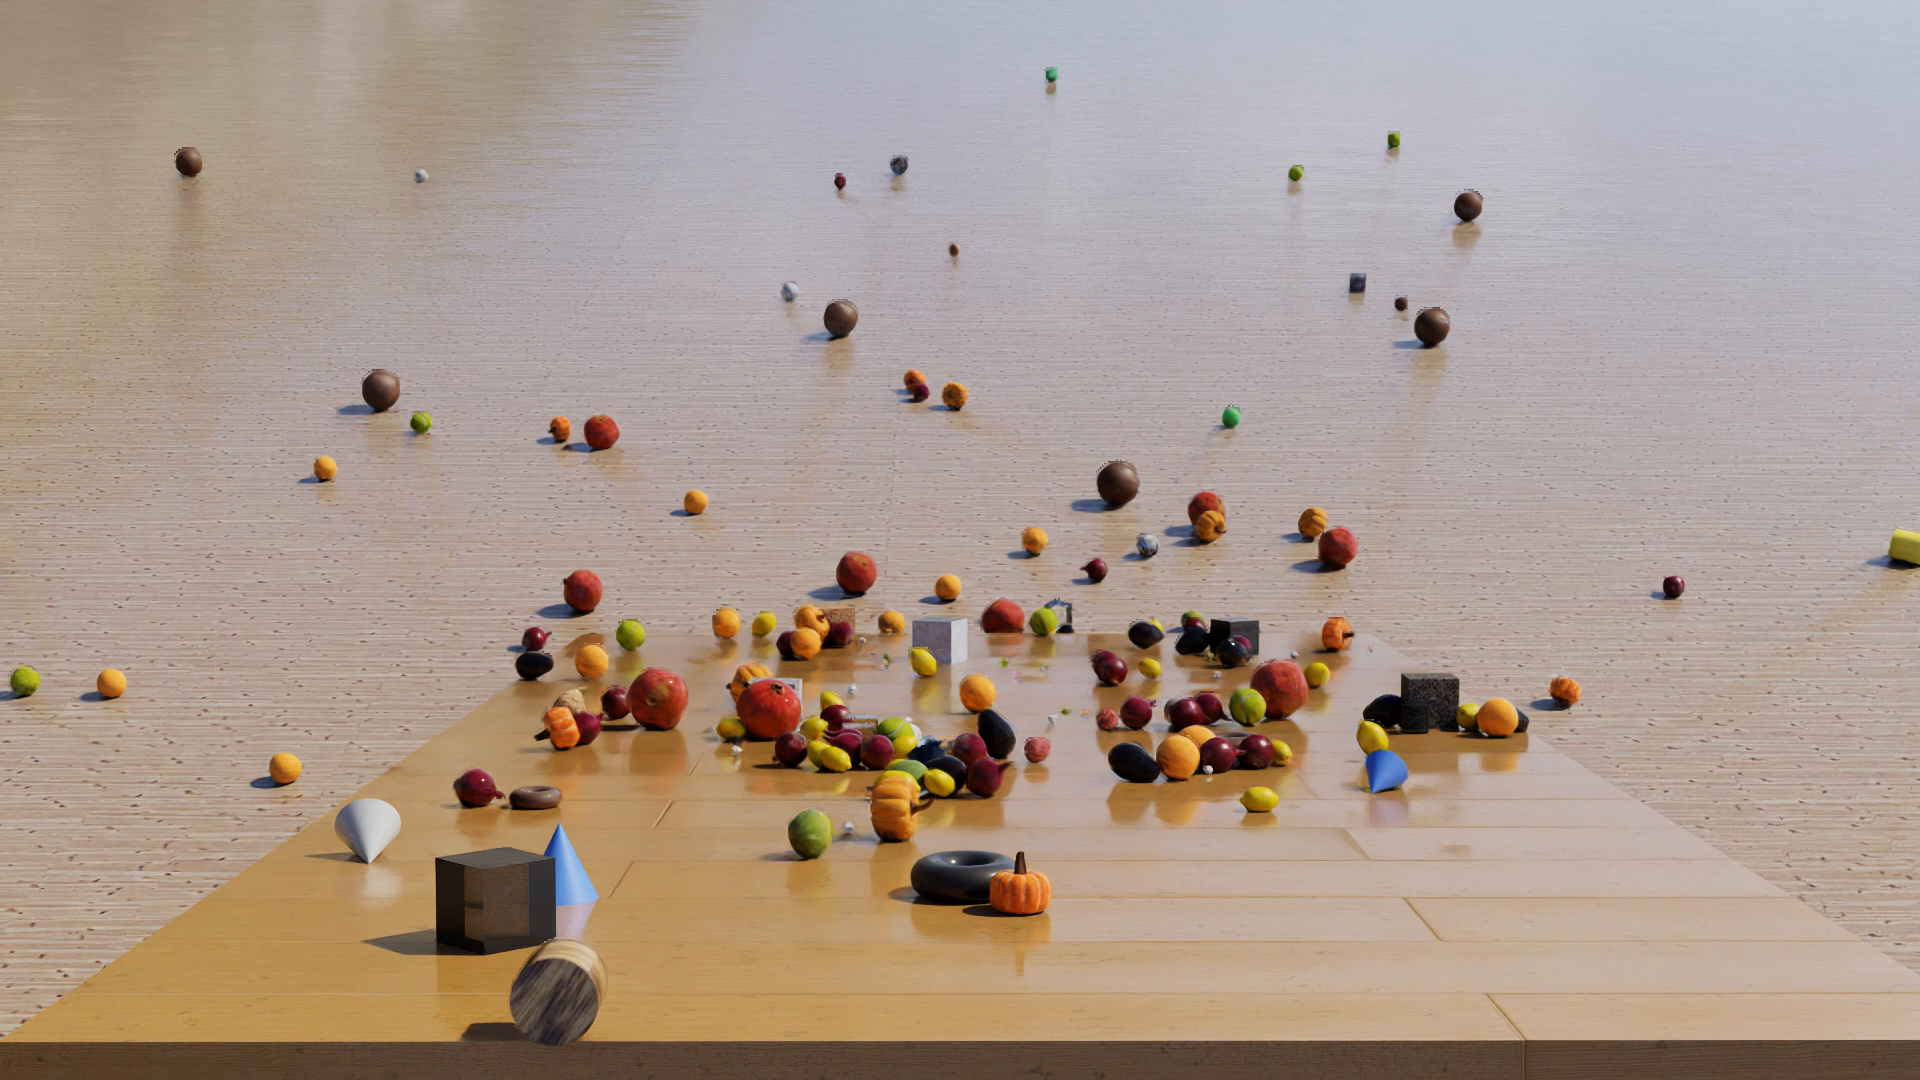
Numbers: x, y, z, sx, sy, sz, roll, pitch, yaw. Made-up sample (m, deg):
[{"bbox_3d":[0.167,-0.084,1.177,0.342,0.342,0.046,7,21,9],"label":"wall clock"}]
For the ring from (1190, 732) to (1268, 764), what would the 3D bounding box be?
[{"bbox_3d":[0.458,0.354,4.382,0.134,0.045,0.134,-1,3,0],"label":"ring"}]

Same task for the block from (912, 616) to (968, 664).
[{"bbox_3d":[-0.046,0.230,5.897,0.096,0.096,0.096,1,4,23],"label":"block"}]

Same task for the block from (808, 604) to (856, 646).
[{"bbox_3d":[-0.315,0.209,6.266,0.092,0.092,0.092,-1,4,-21],"label":"block"}]

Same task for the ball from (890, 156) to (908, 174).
[{"bbox_3d":[-0.294,-1.812,12.417,0.087,0.087,0.087,0,20,0],"label":"ball"}]

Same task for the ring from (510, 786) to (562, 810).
[{"bbox_3d":[-0.648,0.393,3.918,0.080,0.027,0.080,-1,5,0],"label":"ring"}]

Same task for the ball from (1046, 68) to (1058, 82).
[{"bbox_3d":[0.535,-2.701,14.919,0.078,0.078,0.078,0,20,0],"label":"ball"}]

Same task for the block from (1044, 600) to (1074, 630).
[{"bbox_3d":[0.261,0.199,6.838,0.056,0.056,0.056,16,25,37],"label":"block"}]

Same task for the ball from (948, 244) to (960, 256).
[{"bbox_3d":[-0.024,-1.226,10.833,0.051,0.051,0.051,0,20,0],"label":"ball"}]

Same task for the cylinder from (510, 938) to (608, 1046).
[{"bbox_3d":[-0.399,0.450,2.561,0.087,0.087,0.087,0,4,-1],"label":"cylinder"}]

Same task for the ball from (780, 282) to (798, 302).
[{"bbox_3d":[-0.670,-0.977,10.104,0.072,0.072,0.072,0,20,0],"label":"ball"}]

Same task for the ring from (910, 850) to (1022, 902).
[{"bbox_3d":[0.007,0.426,3.248,0.141,0.047,0.141,0,5,0],"label":"ring"}]

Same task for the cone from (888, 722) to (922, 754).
[{"bbox_3d":[-0.092,0.358,4.452,0.059,0.059,0.059,-2,33,-6],"label":"cone"}]

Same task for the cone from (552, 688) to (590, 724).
[{"bbox_3d":[-0.720,0.330,4.846,0.072,0.072,0.072,-19,43,-42],"label":"cone"}]

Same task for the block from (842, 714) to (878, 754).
[{"bbox_3d":[-0.175,0.339,4.483,0.061,0.061,0.061,0,4,-4],"label":"block"}]

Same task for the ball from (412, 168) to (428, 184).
[{"bbox_3d":[-2.570,-1.732,12.224,0.068,0.068,0.068,0,20,0],"label":"ball"}]

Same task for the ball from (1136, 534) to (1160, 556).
[{"bbox_3d":[0.538,0.015,7.340,0.065,0.065,0.065,0,20,0],"label":"ball"}]

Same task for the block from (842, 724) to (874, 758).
[{"bbox_3d":[-0.175,0.347,4.427,0.053,0.053,0.053,0,4,-4],"label":"block"}]

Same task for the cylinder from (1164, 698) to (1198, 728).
[{"bbox_3d":[0.413,0.323,4.805,0.051,0.051,0.051,-5,3,-13],"label":"cylinder"}]

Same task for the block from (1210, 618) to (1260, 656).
[{"bbox_3d":[0.647,0.228,6.043,0.081,0.081,0.081,-2,4,-28],"label":"block"}]

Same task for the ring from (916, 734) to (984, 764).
[{"bbox_3d":[-0.018,0.357,4.379,0.119,0.040,0.119,1,3,0],"label":"ring"}]

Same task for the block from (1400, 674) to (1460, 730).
[{"bbox_3d":[0.880,0.301,4.809,0.093,0.093,0.093,0,4,1],"label":"block"}]

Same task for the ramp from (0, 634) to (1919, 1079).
[{"bbox_3d":[0.046,0.416,4.535,2.000,0.100,4.000,0,4,0],"label":"ramp"}]

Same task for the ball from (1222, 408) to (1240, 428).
[{"bbox_3d":[0.900,-0.407,8.523,0.063,0.063,0.063,0,20,0],"label":"ball"}]

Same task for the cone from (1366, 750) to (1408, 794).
[{"bbox_3d":[0.661,0.381,4.053,0.071,0.071,0.071,10,35,27],"label":"cone"}]

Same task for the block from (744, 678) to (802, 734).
[{"bbox_3d":[-0.344,0.307,4.743,0.093,0.093,0.093,0,4,5],"label":"block"}]

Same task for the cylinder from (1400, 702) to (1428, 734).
[{"bbox_3d":[0.836,0.328,4.720,0.052,0.052,0.052,0,4,0],"label":"cylinder"}]

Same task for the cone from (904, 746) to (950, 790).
[{"bbox_3d":[-0.052,0.378,4.088,0.074,0.074,0.074,-1,30,-3],"label":"cone"}]

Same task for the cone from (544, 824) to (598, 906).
[{"bbox_3d":[-0.503,0.402,3.226,0.096,0.096,0.096,0,4,0],"label":"cone"}]

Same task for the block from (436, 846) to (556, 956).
[{"bbox_3d":[-0.538,0.417,2.976,0.099,0.099,0.099,-4,5,-44],"label":"block"}]

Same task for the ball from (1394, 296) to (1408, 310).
[{"bbox_3d":[1.714,-0.916,9.962,0.055,0.055,0.055,0,20,0],"label":"ball"}]

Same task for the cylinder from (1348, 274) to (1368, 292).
[{"bbox_3d":[1.592,-1.029,10.267,0.061,0.061,0.061,22,25,13],"label":"cylinder"}]
